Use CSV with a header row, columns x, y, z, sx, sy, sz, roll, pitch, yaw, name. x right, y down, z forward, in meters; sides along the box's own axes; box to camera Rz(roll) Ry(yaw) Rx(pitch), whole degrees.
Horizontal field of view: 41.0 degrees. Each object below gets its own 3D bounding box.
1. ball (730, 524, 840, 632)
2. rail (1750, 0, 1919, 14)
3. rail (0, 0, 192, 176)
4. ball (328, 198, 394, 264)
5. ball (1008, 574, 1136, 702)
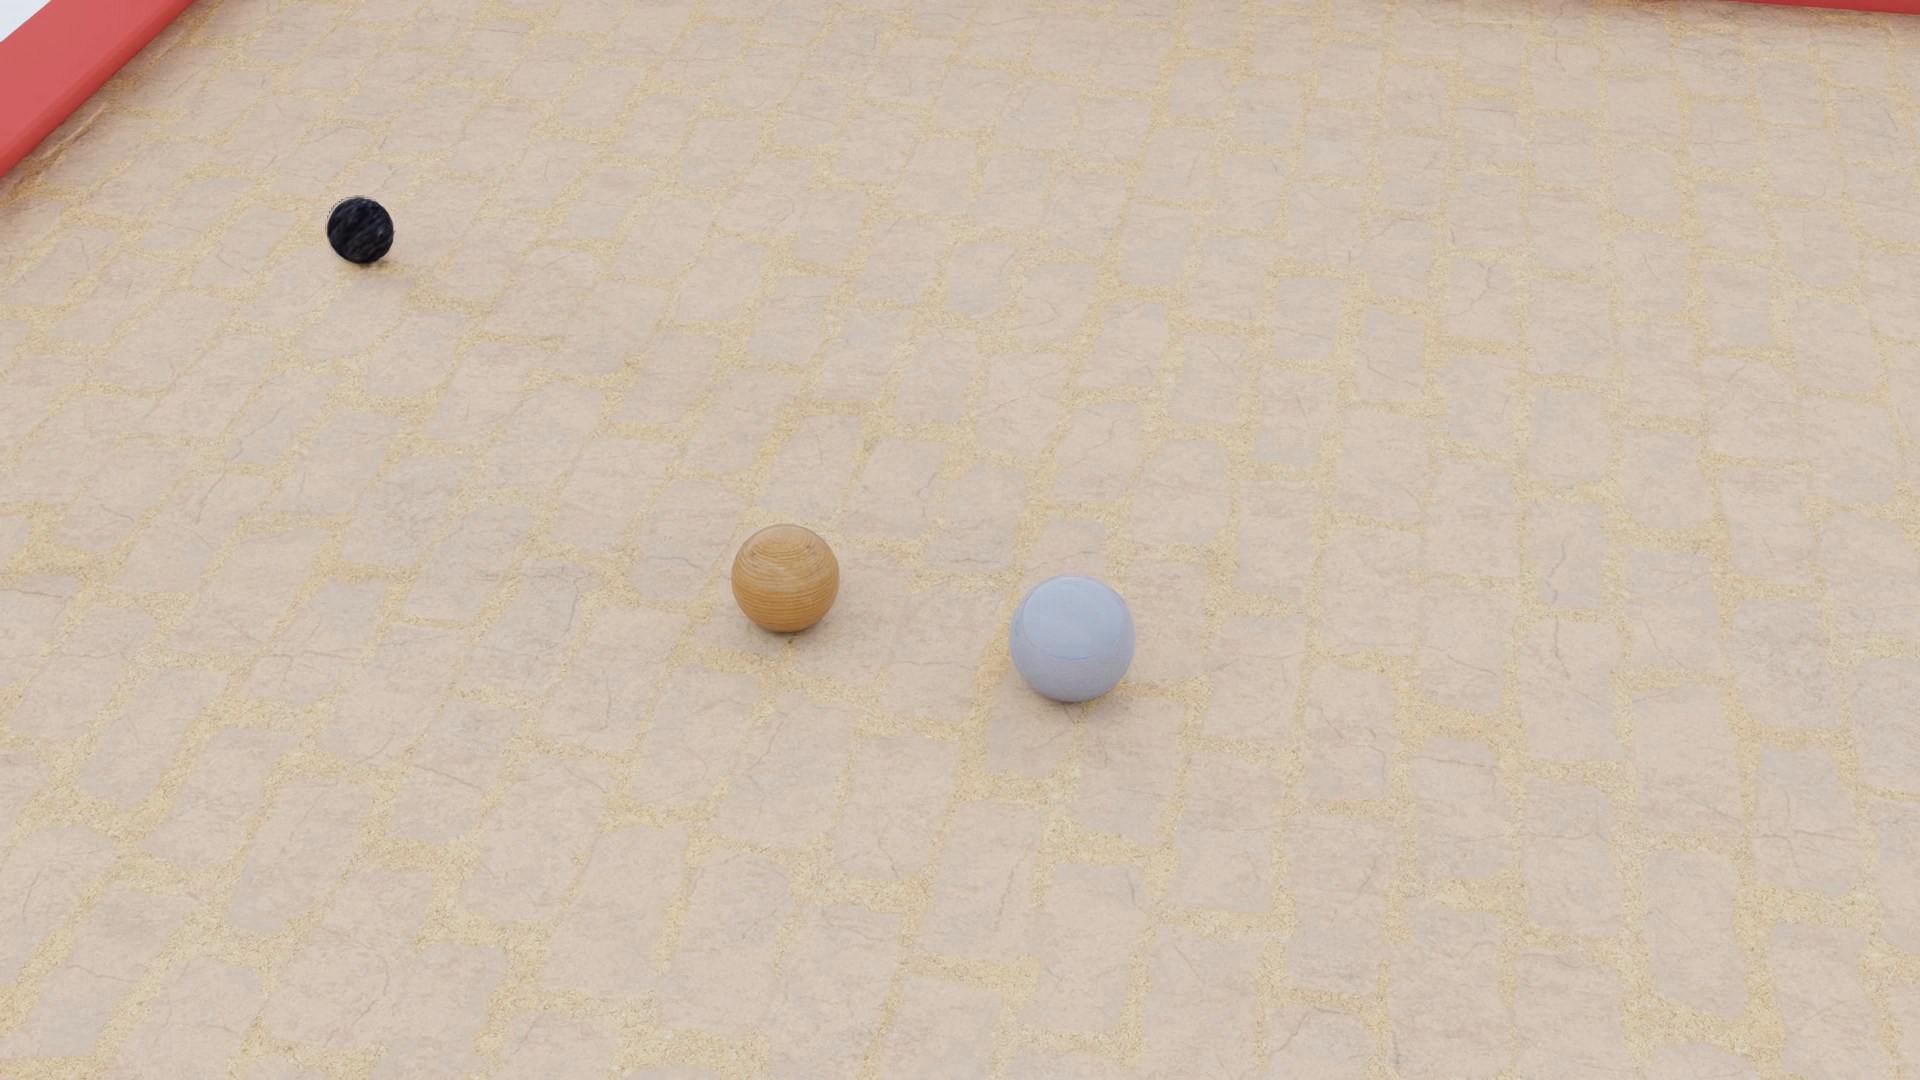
x,y,z,sx,sy,sz,roll,pitch,yaw,name
-0.121,0.026,1.783,0.076,0.076,0.076,0,35,0,ball
1.188,-0.561,2.593,3.957,0.112,0.045,6,35,9,rail
-0.949,-0.123,1.964,0.045,0.112,2.352,6,35,9,rail
-0.519,-0.268,2.222,0.057,0.057,0.057,0,35,0,ball
0.075,0.065,1.718,0.086,0.086,0.086,0,35,0,ball
